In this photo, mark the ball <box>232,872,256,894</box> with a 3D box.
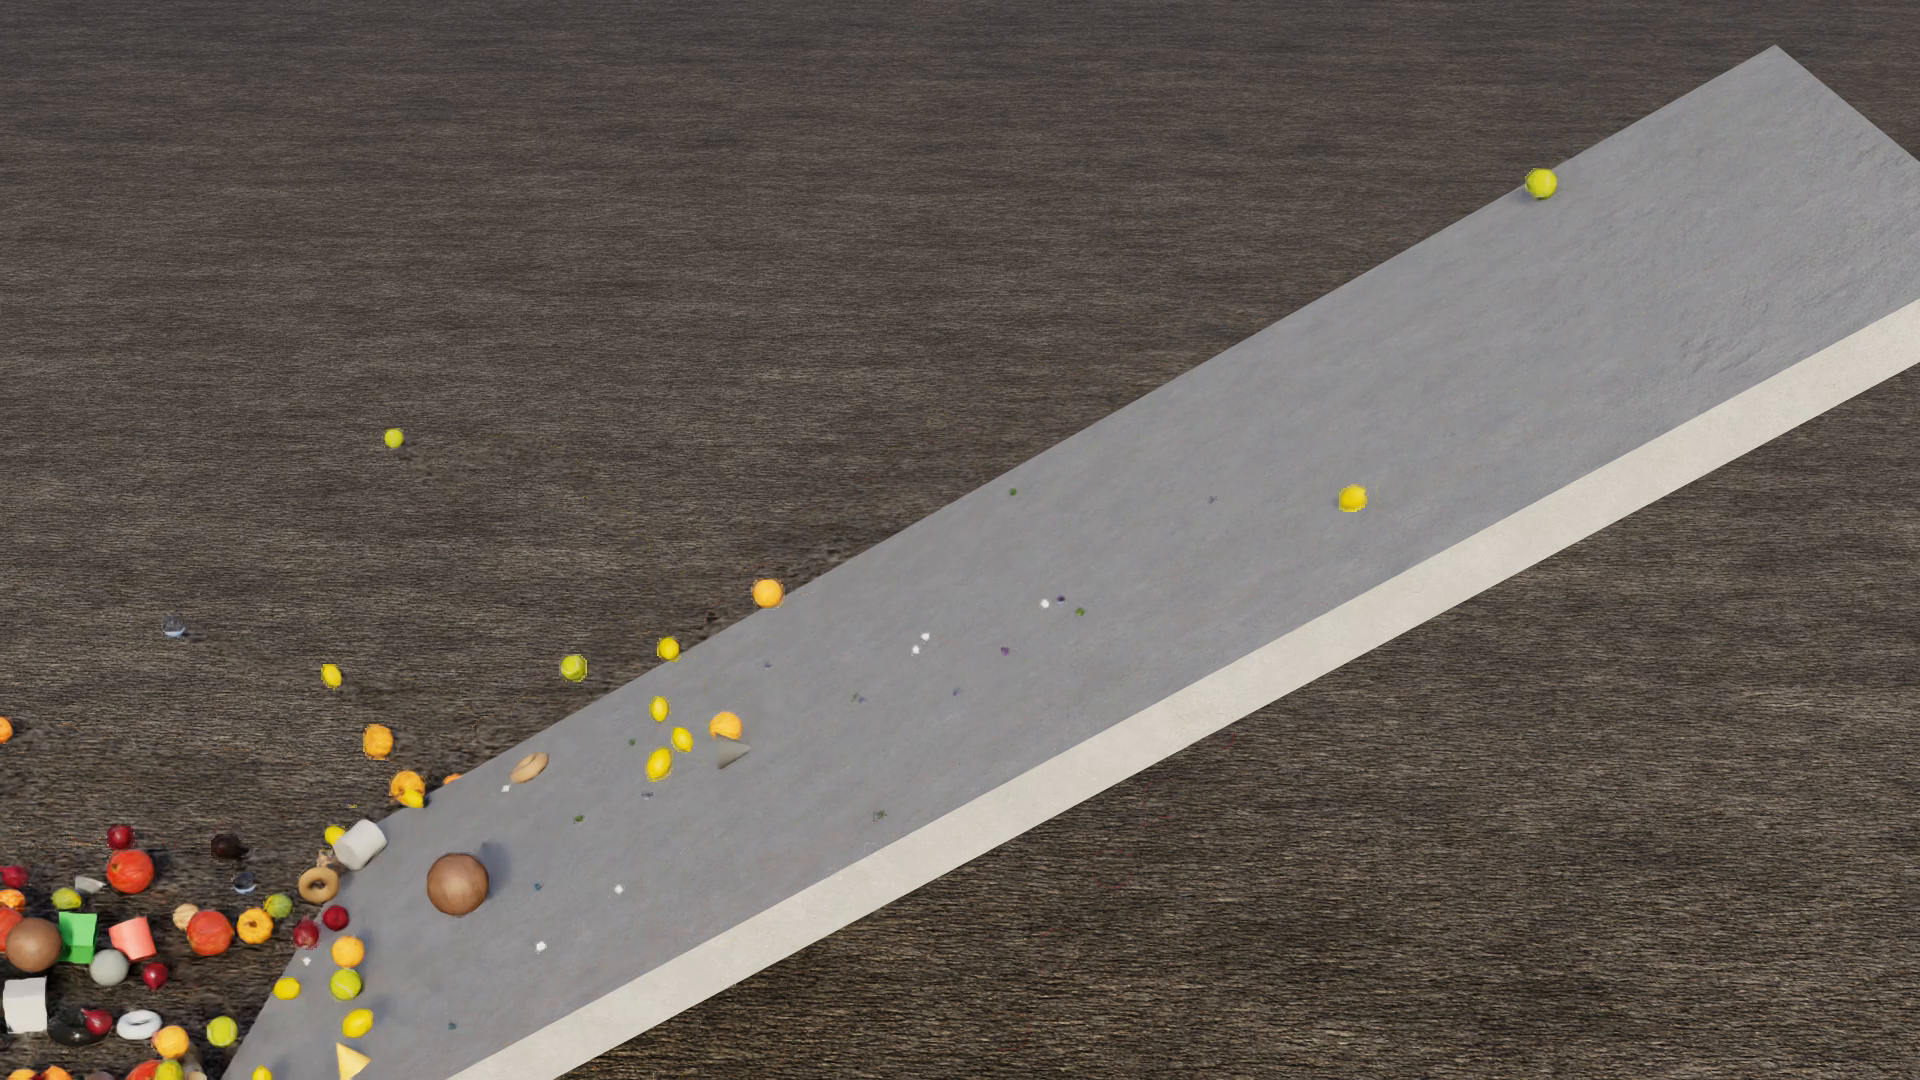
[{"bbox_3d":[-1.815,0.870,7.462,0.059,0.059,0.059,0,19,0],"label":"ball"}]

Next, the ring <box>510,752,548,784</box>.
[{"bbox_3d":[-1.057,0.557,7.212,0.106,0.035,0.106,-30,16,9],"label":"ring"}]

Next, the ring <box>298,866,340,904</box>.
[{"bbox_3d":[-1.533,0.825,7.031,0.098,0.098,0.033,-5,28,-14],"label":"ring"}]

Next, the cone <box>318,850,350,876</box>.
[{"bbox_3d":[-1.556,0.817,7.376,0.092,0.092,0.092,-5,19,0],"label":"cone"}]

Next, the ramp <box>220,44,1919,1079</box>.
[{"bbox_3d":[0.142,0.168,6.287,4.000,0.100,2.000,-29,15,12],"label":"ramp"}]

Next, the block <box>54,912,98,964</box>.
[{"bbox_3d":[-2.119,0.954,7.054,0.087,0.087,0.087,5,52,-10],"label":"block"}]

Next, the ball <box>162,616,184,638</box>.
[{"bbox_3d":[-2.455,0.272,9.182,0.066,0.066,0.066,0,19,0],"label":"ball"}]

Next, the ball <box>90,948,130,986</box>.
[{"bbox_3d":[-2.022,1.016,6.991,0.091,0.091,0.091,0,19,0],"label":"ball"}]

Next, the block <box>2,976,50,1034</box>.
[{"bbox_3d":[-2.162,1.078,6.812,0.092,0.092,0.092,-5,20,-13],"label":"block"}]

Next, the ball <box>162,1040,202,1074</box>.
[{"bbox_3d":[-1.724,1.151,6.516,0.084,0.084,0.084,0,19,0],"label":"ball"}]

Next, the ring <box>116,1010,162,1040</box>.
[{"bbox_3d":[-1.893,1.118,6.782,0.104,0.035,0.104,1,20,0],"label":"ring"}]

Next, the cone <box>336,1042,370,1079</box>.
[{"bbox_3d":[-1.242,1.041,5.945,0.070,0.070,0.070,-30,15,9],"label":"cone"}]

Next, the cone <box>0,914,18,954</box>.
[{"bbox_3d":[-2.293,0.934,7.073,0.087,0.087,0.087,3,43,9],"label":"cone"}]

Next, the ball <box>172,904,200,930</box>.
[{"bbox_3d":[-1.911,0.932,7.271,0.067,0.067,0.067,0,19,0],"label":"ball"}]

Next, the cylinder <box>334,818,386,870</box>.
[{"bbox_3d":[-1.498,0.760,7.338,0.092,0.092,0.092,13,40,33],"label":"cylinder"}]

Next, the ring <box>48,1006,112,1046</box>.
[{"bbox_3d":[-2.025,1.118,6.763,0.143,0.048,0.143,1,19,0],"label":"ring"}]

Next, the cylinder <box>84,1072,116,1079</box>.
[{"bbox_3d":[-1.868,1.217,6.406,0.088,0.088,0.088,-10,20,-26],"label":"cylinder"}]

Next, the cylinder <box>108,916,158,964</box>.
[{"bbox_3d":[-1.991,0.967,7.076,0.093,0.093,0.093,-20,-9,-3],"label":"cylinder"}]

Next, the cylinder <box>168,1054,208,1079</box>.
[{"bbox_3d":[-1.680,1.167,6.397,0.068,0.068,0.068,-11,31,-29],"label":"cylinder"}]

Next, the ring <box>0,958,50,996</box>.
[{"bbox_3d":[-2.241,1.038,6.992,0.147,0.049,0.147,1,18,0],"label":"ring"}]
